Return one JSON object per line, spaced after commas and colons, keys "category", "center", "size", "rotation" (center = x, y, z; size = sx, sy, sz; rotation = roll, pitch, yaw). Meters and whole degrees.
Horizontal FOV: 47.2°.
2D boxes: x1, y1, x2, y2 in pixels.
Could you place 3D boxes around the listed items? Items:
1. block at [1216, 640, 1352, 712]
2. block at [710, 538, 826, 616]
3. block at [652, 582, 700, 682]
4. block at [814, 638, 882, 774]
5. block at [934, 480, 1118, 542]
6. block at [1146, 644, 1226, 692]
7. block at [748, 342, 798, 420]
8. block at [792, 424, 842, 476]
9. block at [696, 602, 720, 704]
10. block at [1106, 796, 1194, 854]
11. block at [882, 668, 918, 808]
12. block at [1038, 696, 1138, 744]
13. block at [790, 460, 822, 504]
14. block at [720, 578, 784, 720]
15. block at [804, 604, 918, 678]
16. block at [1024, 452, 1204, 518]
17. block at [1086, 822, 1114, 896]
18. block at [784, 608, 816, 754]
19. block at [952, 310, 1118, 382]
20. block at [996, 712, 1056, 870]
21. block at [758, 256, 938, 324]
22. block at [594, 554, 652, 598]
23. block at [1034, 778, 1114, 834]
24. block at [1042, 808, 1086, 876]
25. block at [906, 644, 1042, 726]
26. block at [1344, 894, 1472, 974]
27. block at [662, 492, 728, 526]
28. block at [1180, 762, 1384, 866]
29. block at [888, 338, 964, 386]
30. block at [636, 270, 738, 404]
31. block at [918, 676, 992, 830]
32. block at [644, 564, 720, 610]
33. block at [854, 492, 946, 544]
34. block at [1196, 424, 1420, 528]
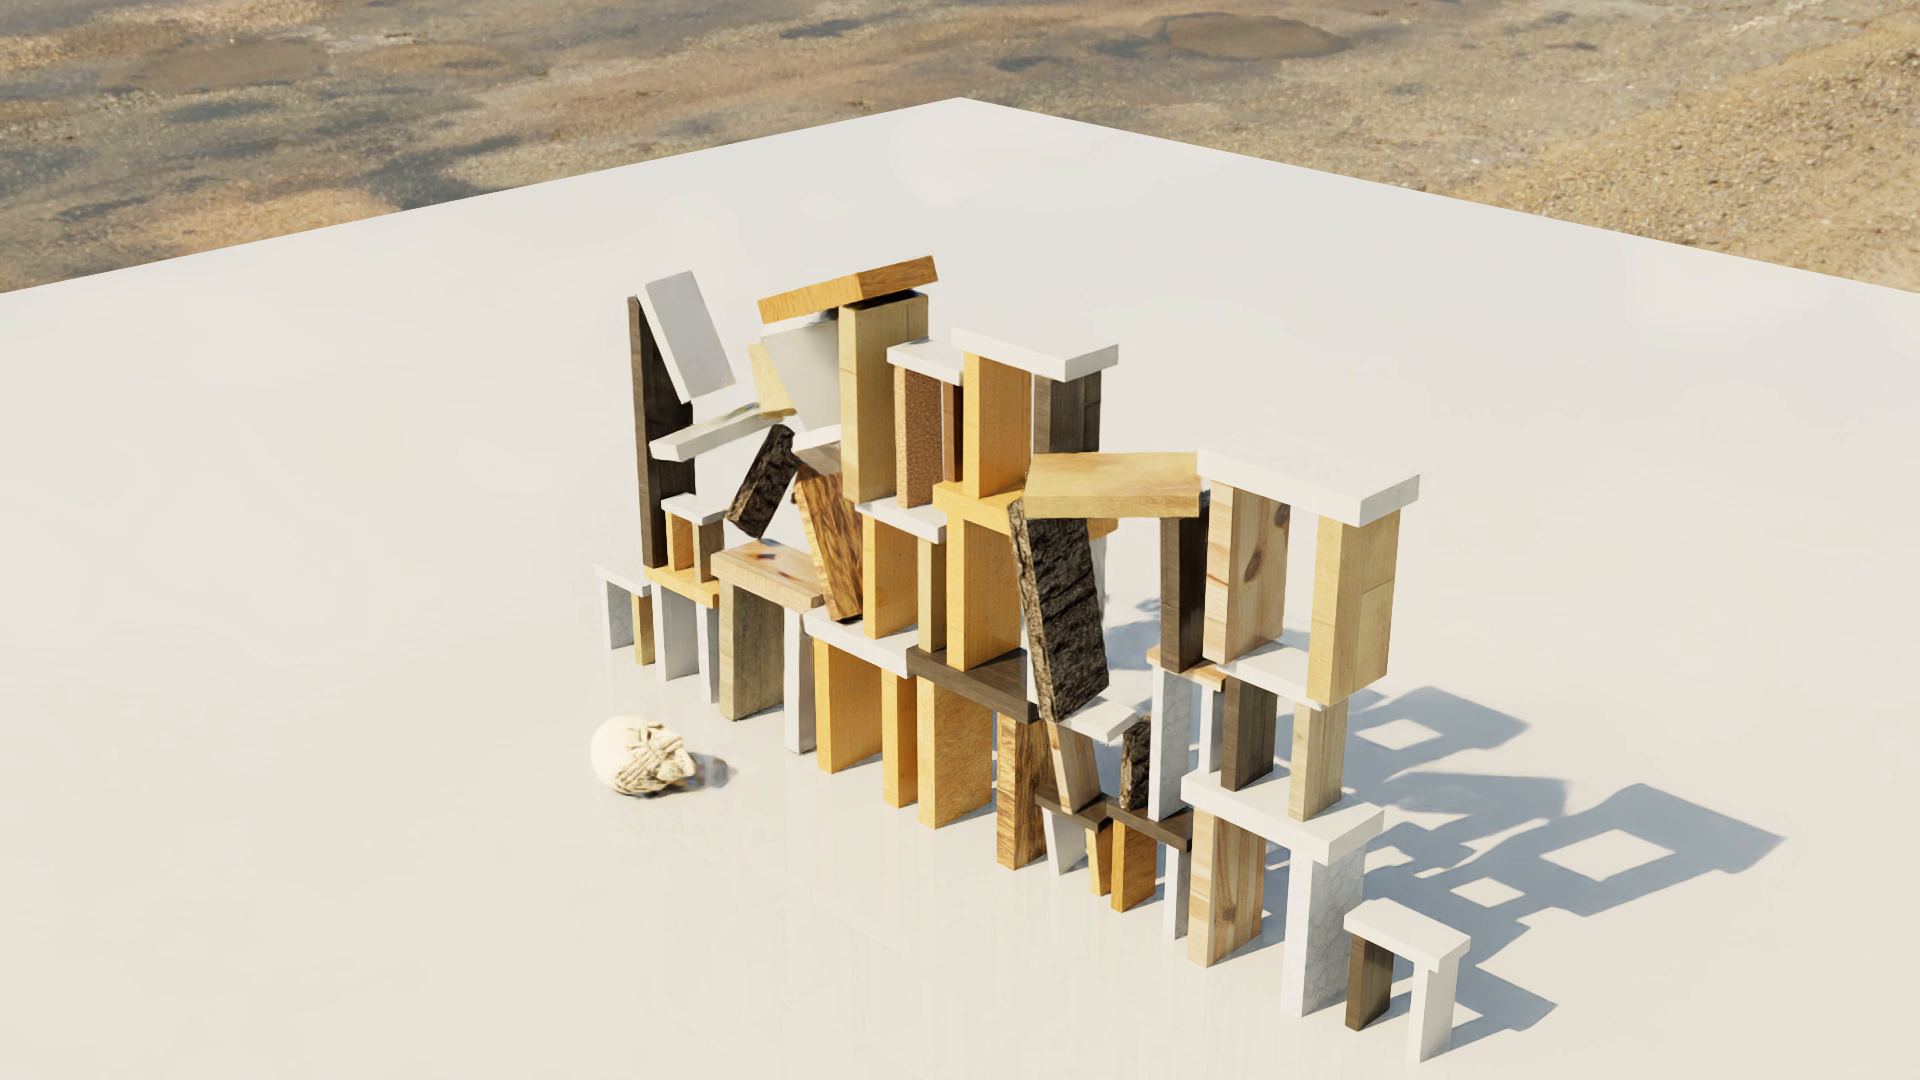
{"category": "block", "center": [0.554, 0.222, 3.712], "size": [0.219, 0.031, 0.109], "rotation": [21, 31, 40]}
{"category": "block", "center": [-0.366, 0.078, 4.688], "size": [0.321, 0.046, 0.161], "rotation": [21, 28, 40]}
{"category": "block", "center": [-0.638, 0.190, 5.005], "size": [0.034, 0.241, 0.121], "rotation": [21, 31, 41]}
{"category": "block", "center": [-0.231, 0.323, 4.608], "size": [0.043, 0.305, 0.153], "rotation": [21, 31, 41]}
{"category": "block", "center": [0.120, -0.061, 4.070], "size": [0.319, 0.045, 0.159], "rotation": [21, 31, 40]}
{"category": "block", "center": [0.419, 0.217, 3.866], "size": [0.167, 0.024, 0.083], "rotation": [21, 31, 40]}
{"category": "block", "center": [-0.391, -0.344, 4.692], "size": [0.094, 0.027, 0.187], "rotation": [-10, 57, -8]}
{"category": "block", "center": [-0.216, -0.157, 4.566], "size": [0.135, 0.038, 0.271], "rotation": [-13, -29, 27]}
{"category": "block", "center": [-0.524, 0.234, 4.900], "size": [0.034, 0.241, 0.121], "rotation": [21, 31, 41]}
{"category": "block", "center": [0.372, 0.510, 4.032], "size": [0.192, 0.027, 0.096], "rotation": [21, 31, 41]}
{"category": "block", "center": [-0.087, 0.380, 4.476], "size": [0.043, 0.305, 0.153], "rotation": [21, 31, 41]}
{"category": "block", "center": [0.232, 0.315, 3.992], "size": [0.167, 0.024, 0.084], "rotation": [18, 39, 42]}
{"category": "block", "center": [-0.311, -0.145, 4.993], "size": [0.118, 0.236, 0.033], "rotation": [16, 57, -4]}
{"category": "block", "center": [-0.450, 0.220, 4.823], "size": [0.046, 0.321, 0.161], "rotation": [21, 28, 40]}
{"category": "block", "center": [-0.159, 0.191, 4.474], "size": [0.305, 0.043, 0.153], "rotation": [21, 31, 41]}
{"category": "block", "center": [0.264, -0.094, 3.757], "size": [0.295, 0.042, 0.148], "rotation": [0, 32, 10]}
{"category": "block", "center": [0.278, 0.588, 4.159], "size": [0.023, 0.159, 0.080], "rotation": [21, 39, 40]}
{"category": "block", "center": [-0.298, 0.279, 4.683], "size": [0.046, 0.321, 0.161], "rotation": [21, 28, 40]}
{"category": "block", "center": [0.132, -0.348, 3.926], "size": [0.139, 0.039, 0.278], "rotation": [-21, 31, -40]}
{"category": "block", "center": [0.146, 0.460, 4.256], "size": [0.164, 0.329, 0.047], "rotation": [-21, 31, -41]}
{"category": "block", "center": [-0.221, -0.484, 4.273], "size": [0.180, 0.051, 0.359], "rotation": [-19, 8, -35]}
{"category": "block", "center": [-0.753, 0.081, 5.076], "size": [0.180, 0.025, 0.090], "rotation": [21, 31, 41]}
{"category": "block", "center": [0.226, 0.496, 4.145], "size": [0.159, 0.023, 0.080], "rotation": [21, 41, 40]}
{"category": "block", "center": [0.201, 0.559, 4.226], "size": [0.023, 0.159, 0.080], "rotation": [21, 41, 40]}
{"category": "block", "center": [0.068, 0.257, 4.254], "size": [0.329, 0.047, 0.164], "rotation": [21, 31, 41]}
{"category": "block", "center": [0.750, 0.659, 3.691], "size": [0.188, 0.027, 0.094], "rotation": [21, 31, 41]}
{"category": "block", "center": [-0.584, -0.068, 4.830], "size": [0.141, 0.020, 0.071], "rotation": [21, 31, 41]}
{"category": "block", "center": [0.557, 0.458, 3.812], "size": [0.317, 0.045, 0.158], "rotation": [21, 31, 41]}
{"category": "block", "center": [-0.034, -0.336, 4.123], "size": [0.098, 0.028, 0.195], "rotation": [-21, 31, -40]}
{"category": "block", "center": [-0.583, -0.434, 4.689], "size": [0.131, 0.261, 0.037], "rotation": [-25, 4, -41]}
{"category": "block", "center": [-0.009, 0.399, 4.399], "size": [0.047, 0.328, 0.164], "rotation": [21, 31, 41]}
{"category": "block", "center": [-0.581, 0.085, 4.899], "size": [0.241, 0.034, 0.121], "rotation": [21, 31, 41]}
{"category": "block", "center": [-0.082, -0.057, 4.281], "size": [0.119, 0.034, 0.238], "rotation": [-21, 31, -40]}
{"category": "block", "center": [0.562, -0.107, 3.562], "size": [0.323, 0.046, 0.162], "rotation": [21, 31, 41]}
